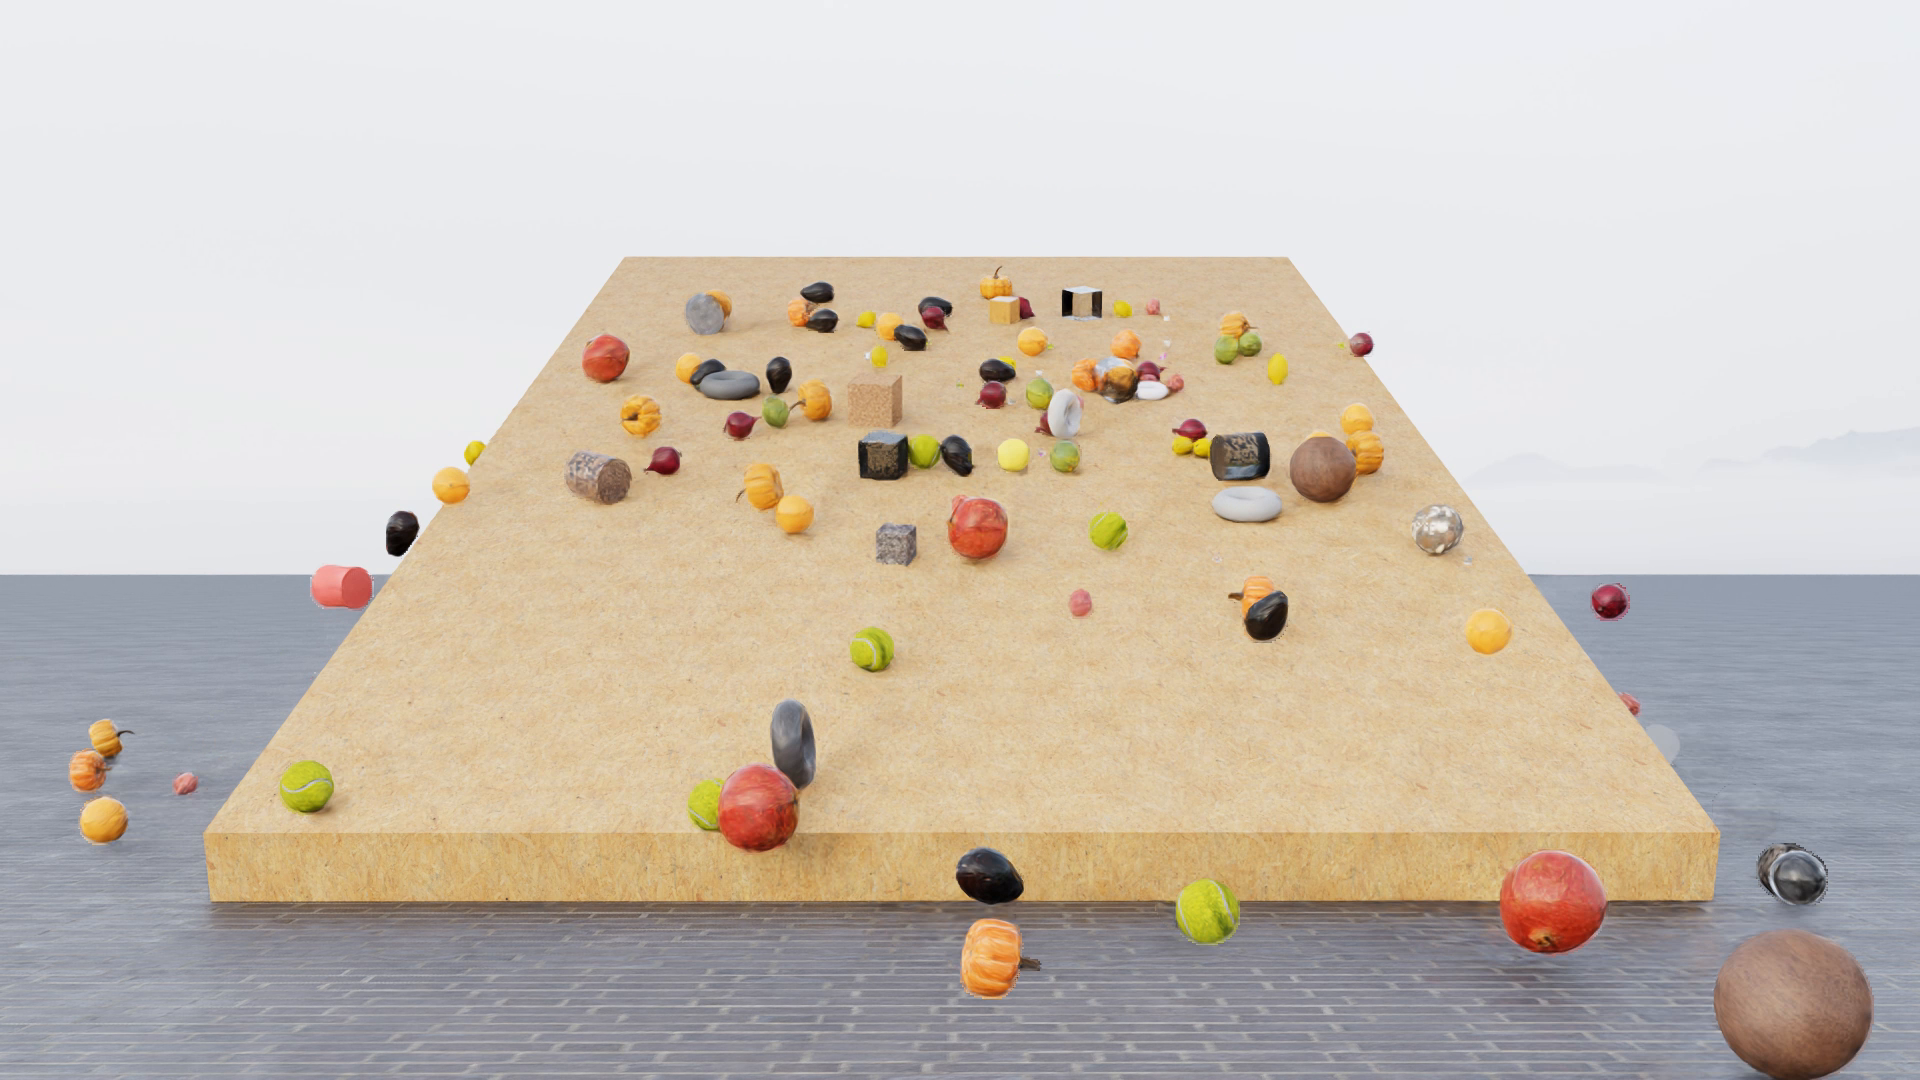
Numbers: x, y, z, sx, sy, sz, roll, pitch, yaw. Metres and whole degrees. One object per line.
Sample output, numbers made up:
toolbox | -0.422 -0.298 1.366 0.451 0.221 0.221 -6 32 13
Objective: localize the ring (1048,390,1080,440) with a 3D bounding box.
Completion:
ring | 0.222 -0.265 4.745 0.036 0.109 0.109 4 1 31

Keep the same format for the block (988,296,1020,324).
block | 0.117 -0.604 5.884 0.060 0.060 0.060 9 20 26

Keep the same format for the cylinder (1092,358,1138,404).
cylinder | 0.353 -0.364 5.108 0.088 0.088 0.088 0 18 -10

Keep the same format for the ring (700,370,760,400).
ring | -0.528 -0.356 5.146 0.137 0.046 0.137 -1 19 0

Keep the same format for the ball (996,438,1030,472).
ball | 0.109 -0.173 4.553 0.067 0.067 0.067 0 -1 0

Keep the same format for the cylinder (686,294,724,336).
cylinder | -0.658 -0.582 5.762 0.092 0.092 0.092 0 18 -12

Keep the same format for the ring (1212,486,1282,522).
ring | 0.548 -0.068 4.273 0.132 0.044 0.132 -1 18 0

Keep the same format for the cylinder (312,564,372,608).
cylinder | -1.227 0.092 4.444 0.082 0.082 0.082 3 1 32

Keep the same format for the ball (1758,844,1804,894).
ball | 1.113 0.446 3.018 0.071 0.071 0.071 0 -1 0

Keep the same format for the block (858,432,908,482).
block | -0.155 -0.169 4.524 0.077 0.077 0.077 6 19 16

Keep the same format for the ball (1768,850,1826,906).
ball | 1.101 0.445 2.942 0.072 0.072 0.072 0 -1 0

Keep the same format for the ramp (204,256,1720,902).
ramp | -0.004 -0.187 4.866 2.000 0.100 4.000 0 18 0

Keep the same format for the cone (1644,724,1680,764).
cone | 1.578 0.464 5.061 0.092 0.092 0.092 0 -5 17

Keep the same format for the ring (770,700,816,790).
ring | -0.227 0.279 3.059 0.042 0.126 0.126 -8 -2 8

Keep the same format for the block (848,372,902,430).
block | -0.186 -0.305 4.906 0.099 0.099 0.099 4 18 12

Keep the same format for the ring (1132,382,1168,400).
ring | 0.432 -0.342 5.132 0.089 0.030 0.089 0 20 0

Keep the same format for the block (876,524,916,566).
block | -0.115 0.008 4.014 0.058 0.058 0.058 5 19 15

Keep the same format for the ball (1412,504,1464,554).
ball | 0.863 -0.020 4.048 0.092 0.092 0.092 0 -1 0

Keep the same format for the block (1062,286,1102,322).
block | 0.323 -0.625 5.927 0.076 0.076 0.076 -13 22 -34
